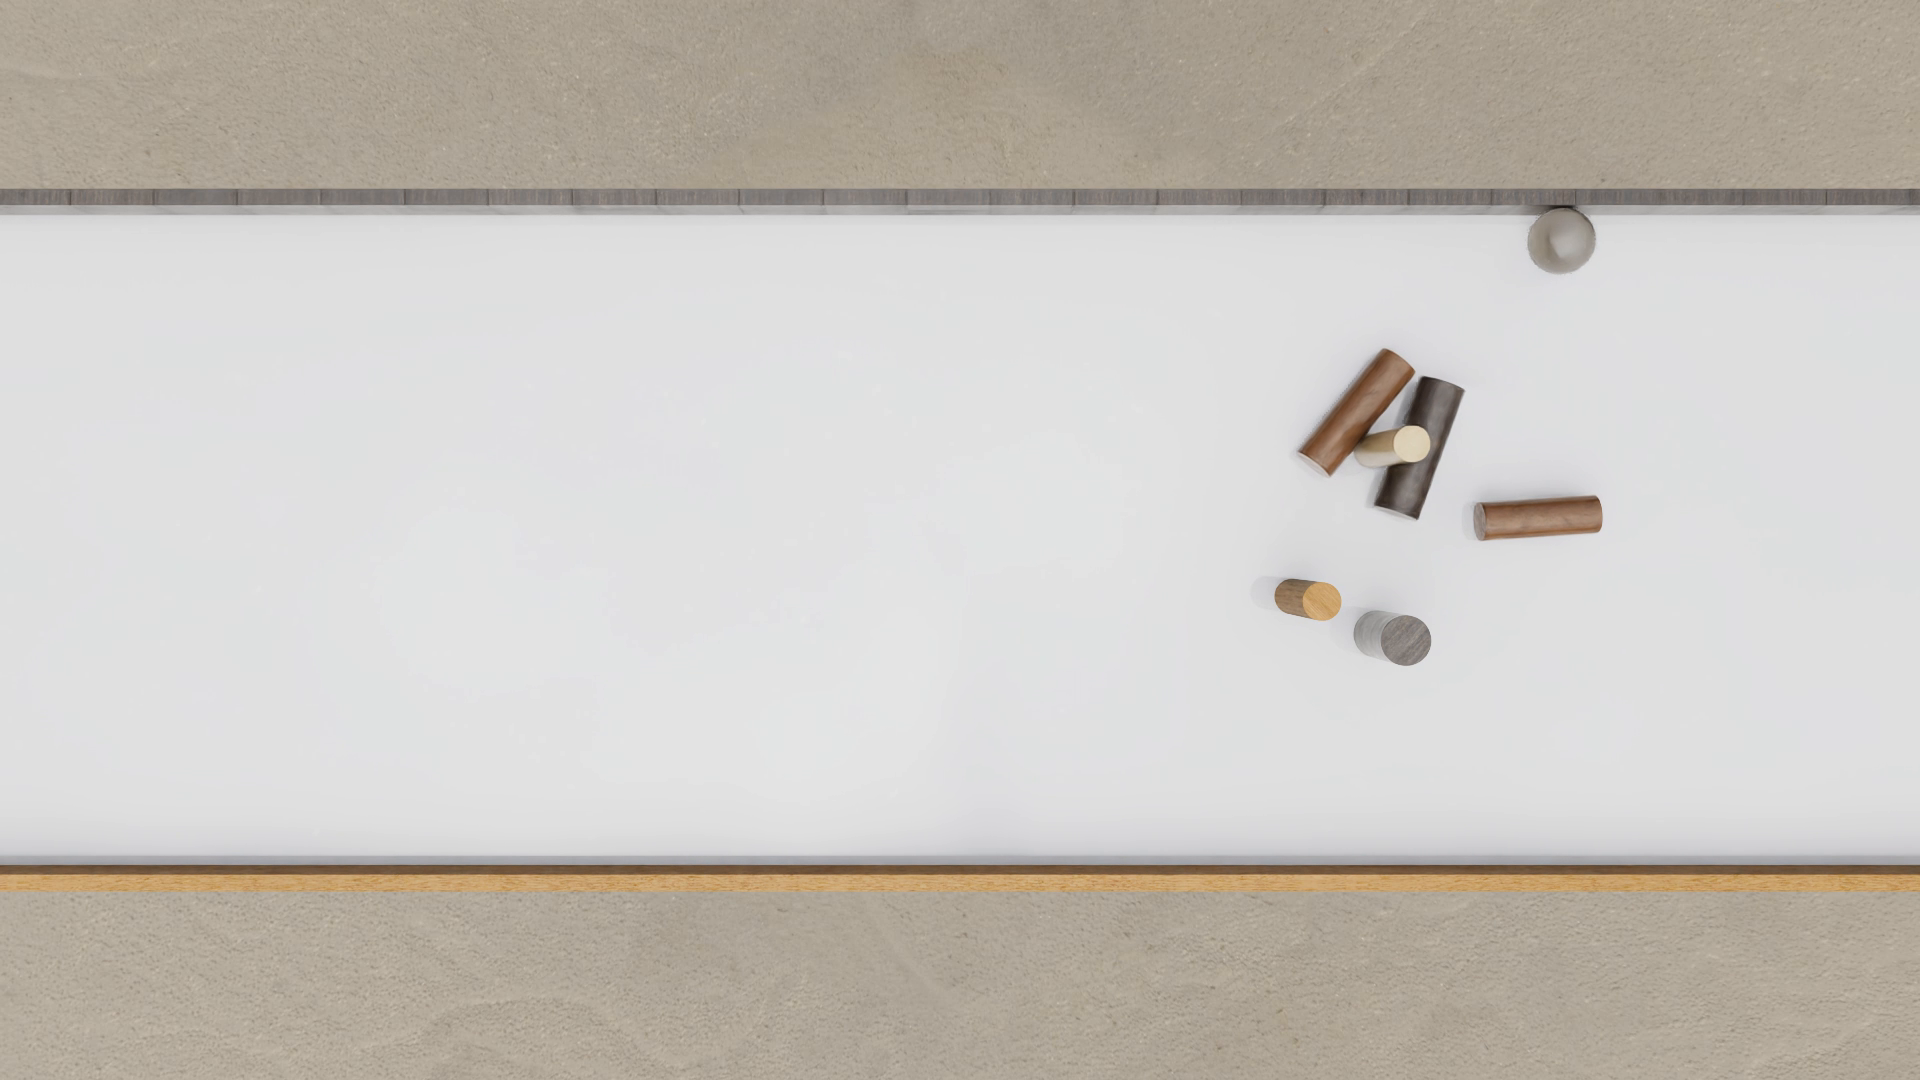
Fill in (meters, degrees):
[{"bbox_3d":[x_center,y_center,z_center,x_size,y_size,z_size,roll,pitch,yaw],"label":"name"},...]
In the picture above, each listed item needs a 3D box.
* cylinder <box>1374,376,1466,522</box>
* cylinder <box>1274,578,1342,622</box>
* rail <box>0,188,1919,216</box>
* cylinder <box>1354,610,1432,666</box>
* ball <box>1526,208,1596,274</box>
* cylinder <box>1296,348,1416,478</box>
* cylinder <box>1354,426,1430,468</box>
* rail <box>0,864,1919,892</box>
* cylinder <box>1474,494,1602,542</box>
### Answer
[{"bbox_3d":[1.395,-0.275,5.008,0.138,0.138,0.418,20,90,0],"label":"cylinder"},{"bbox_3d":[1.023,0.174,4.866,0.110,0.420,0.110,0,90,0],"label":"cylinder"},{"bbox_3d":[-2.247,-1.025,5.002,12.000,0.150,0.050,0,90,0],"label":"rail"},{"bbox_3d":[1.284,0.290,4.912,0.147,0.328,0.147,0,90,0],"label":"cylinder"},{"bbox_3d":[1.815,-0.901,4.978,0.197,0.197,0.197,0,90,0],"label":"ball"},{"bbox_3d":[1.203,-0.385,5.013,0.127,0.127,0.408,39,90,0],"label":"cylinder"},{"bbox_3d":[1.268,-0.272,4.863,0.105,0.424,0.105,0,90,-2],"label":"cylinder"},{"bbox_3d":[-2.247,1.025,5.001,12.000,0.150,0.050,0,90,0],"label":"rail"},{"bbox_3d":[1.756,-0.067,5.017,0.352,0.120,0.120,-4,90,0],"label":"cylinder"}]
